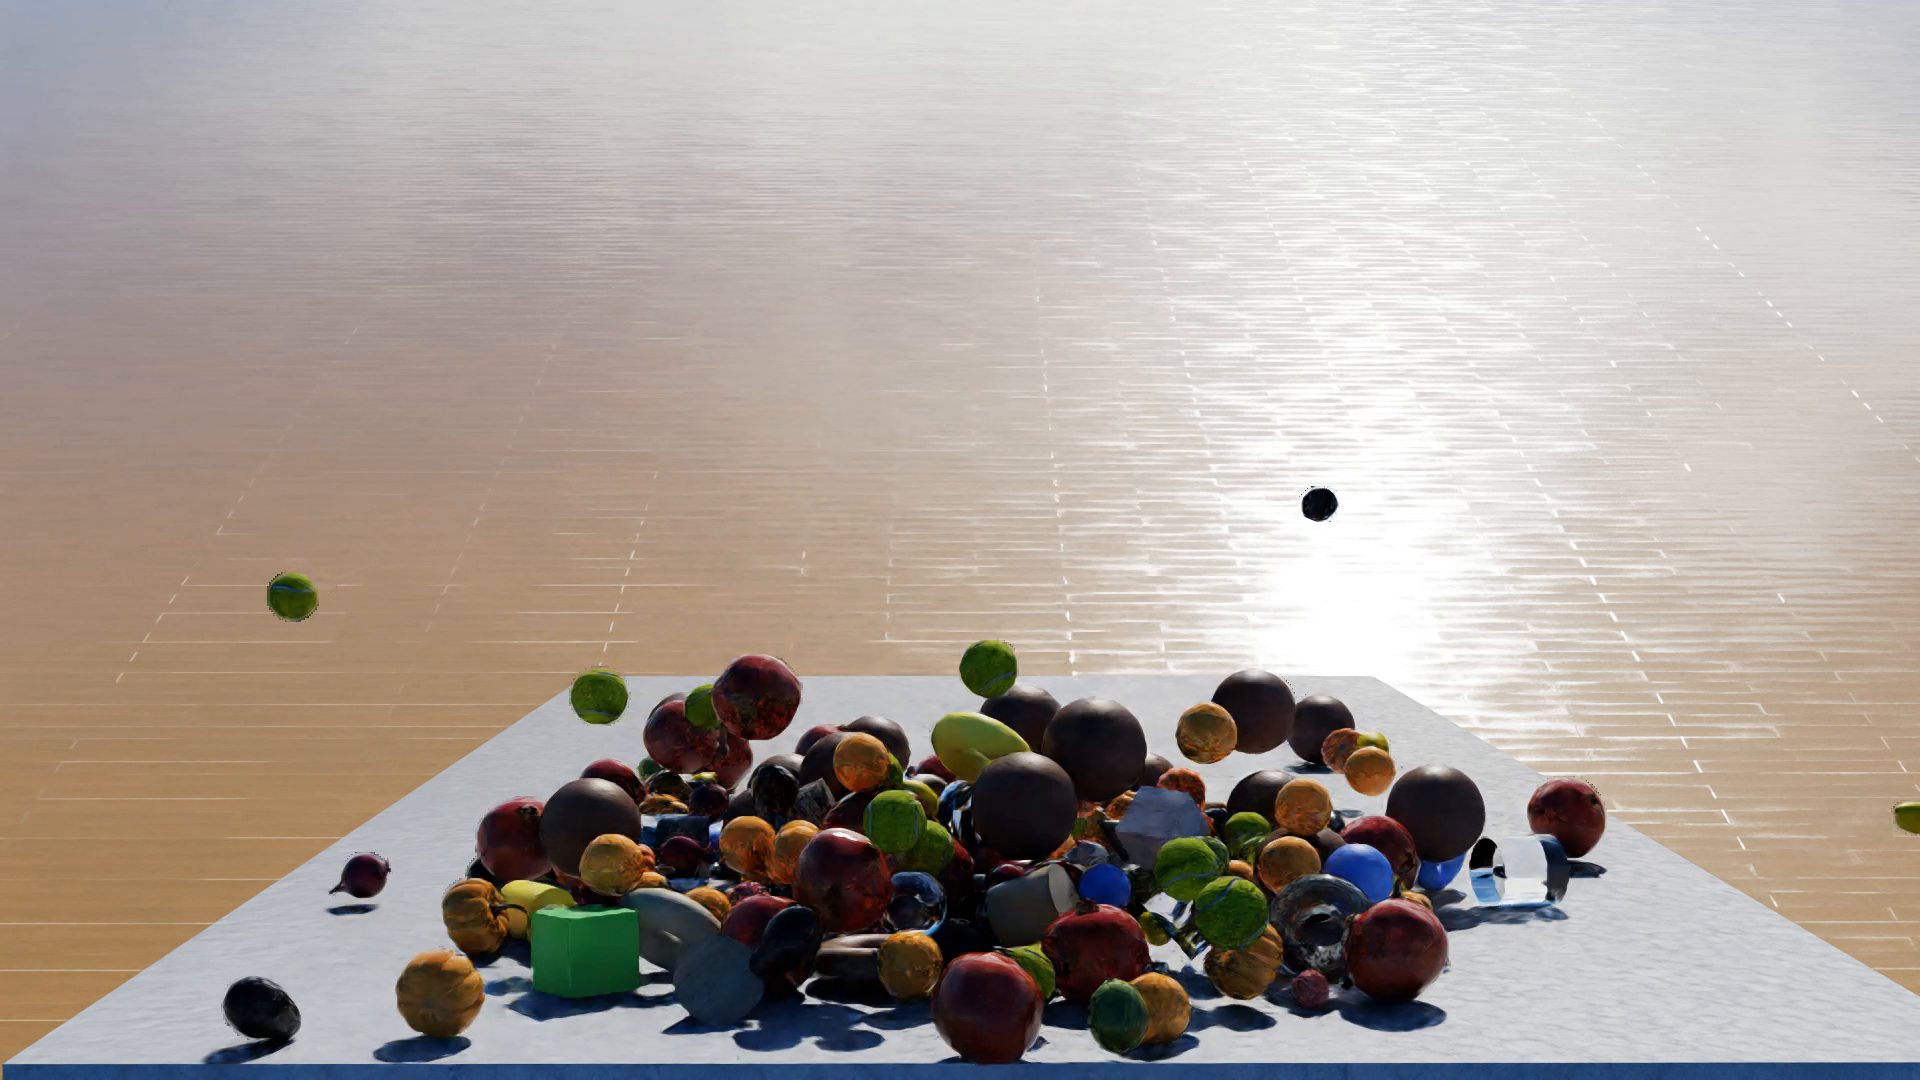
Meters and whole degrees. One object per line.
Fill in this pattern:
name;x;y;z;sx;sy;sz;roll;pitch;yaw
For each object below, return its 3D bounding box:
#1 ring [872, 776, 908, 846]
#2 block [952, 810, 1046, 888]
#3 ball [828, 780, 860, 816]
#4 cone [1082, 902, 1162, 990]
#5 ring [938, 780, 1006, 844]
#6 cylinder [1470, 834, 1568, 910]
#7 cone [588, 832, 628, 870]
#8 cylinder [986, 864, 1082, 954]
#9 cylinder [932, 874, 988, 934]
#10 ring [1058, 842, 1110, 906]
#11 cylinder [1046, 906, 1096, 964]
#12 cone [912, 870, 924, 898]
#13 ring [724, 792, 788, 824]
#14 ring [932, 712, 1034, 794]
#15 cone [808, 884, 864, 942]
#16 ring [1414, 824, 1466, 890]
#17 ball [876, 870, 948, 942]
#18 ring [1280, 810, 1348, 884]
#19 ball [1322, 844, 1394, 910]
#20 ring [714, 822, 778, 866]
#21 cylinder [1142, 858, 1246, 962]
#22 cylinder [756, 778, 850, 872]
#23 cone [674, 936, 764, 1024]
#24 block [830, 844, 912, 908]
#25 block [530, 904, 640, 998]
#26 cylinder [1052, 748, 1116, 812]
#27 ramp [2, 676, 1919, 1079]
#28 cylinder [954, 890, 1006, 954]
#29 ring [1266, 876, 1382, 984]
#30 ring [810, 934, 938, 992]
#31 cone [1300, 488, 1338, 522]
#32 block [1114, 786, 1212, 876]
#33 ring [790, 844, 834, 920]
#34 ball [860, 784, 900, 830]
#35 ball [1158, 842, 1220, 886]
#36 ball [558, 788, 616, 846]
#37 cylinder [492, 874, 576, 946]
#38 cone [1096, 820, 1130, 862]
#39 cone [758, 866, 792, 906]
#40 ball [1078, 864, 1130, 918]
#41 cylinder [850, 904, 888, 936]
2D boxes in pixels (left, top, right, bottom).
ring;-0.101;0.407;3.830;0.039;0.116;0.116;15;21;-10
block;0.049;0.395;3.294;0.095;0.095;0.095;2;-4;-17
ball;-0.191;0.418;4.166;0.056;0.056;0.056;0;23;0
cone;0.183;0.453;2.914;0.092;0.092;0.092;0;2;0
ring;0.021;0.397;3.648;0.124;0.041;0.124;27;42;-28
cylinder;0.730;0.433;3.362;0.093;0.093;0.093;-1;22;-19
cone;-0.505;0.455;3.669;0.056;0.056;0.056;-1;29;-3
cylinder;0.085;0.424;2.957;0.082;0.082;0.082;-23;16;20
cylinder;-0.005;0.450;3.181;0.074;0.074;0.074;-1;23;4
ring;0.152;0.429;3.280;0.098;0.098;0.033;-21;43;-40
cylinder;0.129;0.459;2.995;0.054;0.054;0.054;4;60;10
cone;-0.060;0.465;3.434;0.054;0.054;0.054;27;22;-8
ring;-0.304;0.428;4.065;0.139;0.046;0.139;0;4;0
ring;0.029;0.262;3.176;0.138;0.138;0.046;12;56;27
cone;-0.154;0.450;2.995;0.071;0.071;0.071;5;25;12
ring;0.650;0.429;3.482;0.032;0.097;0.097;26;34;38
ball;-0.054;0.413;2.911;0.081;0.081;0.081;0;23;0
ring;0.480;0.420;3.493;0.040;0.121;0.121;33;18;-14
ball;0.480;0.409;3.108;0.085;0.085;0.085;0;23;0
ring;-0.314;0.441;3.732;0.145;0.048;0.145;-1;1;0
cylinder;0.269;0.425;2.959;0.085;0.085;0.085;-40;32;-5
cylinder;-0.206;0.376;3.398;0.094;0.094;0.094;-24;25;0
cone;-0.264;0.485;2.760;0.096;0.096;0.096;5;65;-10
block;-0.117;0.442;3.363;0.076;0.076;0.076;-2;3;-37
block;-0.417;0.456;2.861;0.087;0.087;0.087;-1;0;-38
cylinder;0.181;0.349;3.754;0.070;0.070;0.070;-27;22;7
ramp;0.053;0.480;4.538;2.000;0.100;4.000;0;2;0
cylinder;0.045;0.449;3.040;0.076;0.076;0.076;-15;-3;-32
ring;0.409;0.439;2.898;0.131;0.131;0.044;6;15;14
ring;-0.097;0.476;2.901;0.144;0.048;0.144;-1;1;0
cone;0.503;-0.038;3.577;0.053;0.053;0.053;-6;64;12
block;0.261;0.374;3.305;0.077;0.077;0.077;5;47;40
ring;-0.189;0.437;3.293;0.033;0.098;0.098;15;18;-20
ball;-0.113;0.389;3.750;0.066;0.066;0.066;0;23;0
ball;0.305;0.436;3.441;0.082;0.082;0.082;0;23;0
ball;-0.561;0.416;3.871;0.086;0.086;0.086;0;23;0
cylinder;-0.517;0.454;3.133;0.073;0.073;0.073;20;30;40
cone;0.221;0.414;3.675;0.067;0.067;0.067;29;23;-7
cone;-0.225;0.466;3.380;0.060;0.060;0.060;27;21;-10
ball;0.170;0.413;3.031;0.062;0.062;0.062;0;23;0
cylinder;-0.108;0.466;3.078;0.054;0.054;0.054;-13;9;-29
